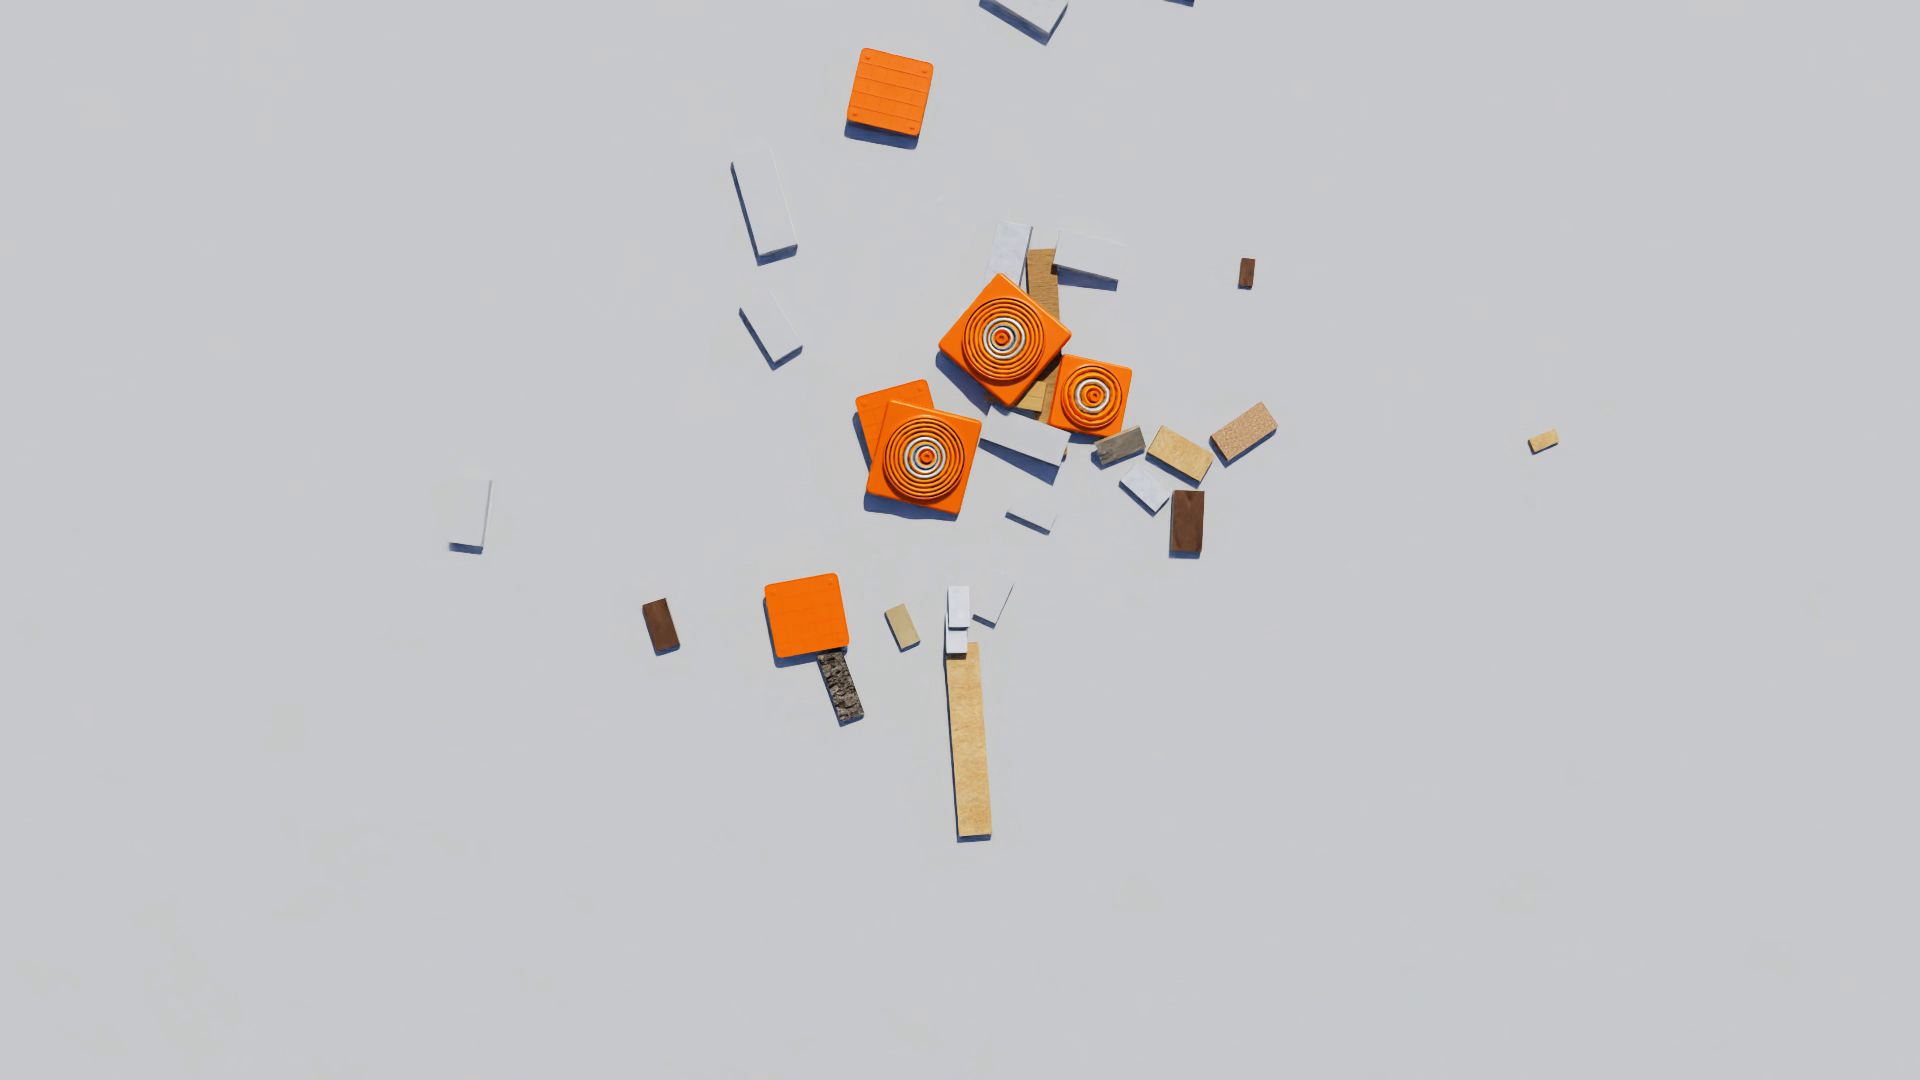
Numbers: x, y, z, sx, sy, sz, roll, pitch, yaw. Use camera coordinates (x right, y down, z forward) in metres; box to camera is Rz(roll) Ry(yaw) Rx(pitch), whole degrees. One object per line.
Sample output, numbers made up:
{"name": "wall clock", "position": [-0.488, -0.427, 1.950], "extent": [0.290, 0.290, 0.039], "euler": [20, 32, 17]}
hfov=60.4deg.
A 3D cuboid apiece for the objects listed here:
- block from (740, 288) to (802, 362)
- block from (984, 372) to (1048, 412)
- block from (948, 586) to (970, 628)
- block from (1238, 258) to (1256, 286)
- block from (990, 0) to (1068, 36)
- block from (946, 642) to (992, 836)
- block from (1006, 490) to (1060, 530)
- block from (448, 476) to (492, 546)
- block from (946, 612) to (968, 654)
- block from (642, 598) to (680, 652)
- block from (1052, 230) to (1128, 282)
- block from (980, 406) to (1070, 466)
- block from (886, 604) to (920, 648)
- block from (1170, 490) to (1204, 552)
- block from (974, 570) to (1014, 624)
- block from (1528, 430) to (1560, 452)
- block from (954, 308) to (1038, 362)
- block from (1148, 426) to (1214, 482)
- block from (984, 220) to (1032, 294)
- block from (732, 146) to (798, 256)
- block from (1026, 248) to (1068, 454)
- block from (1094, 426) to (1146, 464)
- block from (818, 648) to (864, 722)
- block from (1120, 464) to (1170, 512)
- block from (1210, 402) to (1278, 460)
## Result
{"name": "block", "position": [-0.628, -0.714, 5.484], "extent": [0.111, 0.031, 0.221], "euler": [-31, 90, 0]}
{"name": "block", "position": [0.185, -0.491, 5.469], "extent": [0.193, 0.027, 0.097], "euler": [12, 92, 9]}
{"name": "block", "position": [-0.003, 0.223, 5.473], "extent": [0.068, 0.019, 0.137], "euler": [-1, 75, 0]}
{"name": "block", "position": [0.956, -0.892, 5.494], "extent": [0.045, 0.013, 0.091], "euler": [6, 90, 0]}
{"name": "block", "position": [0.216, -1.803, 5.481], "extent": [0.262, 0.037, 0.131], "euler": [31, 90, 0]}
{"name": "block", "position": [0.029, 0.661, 5.484], "extent": [0.111, 0.031, 0.635], "euler": [-4, 90, 0]}
{"name": "block", "position": [0.242, -0.100, 5.489], "extent": [0.157, 0.022, 0.078], "euler": [24, 90, 0]}
{"name": "block", "position": [-1.629, -0.096, 5.484], "extent": [0.111, 0.031, 0.221], "euler": [8, 90, 0]}
{"name": "block", "position": [-0.011, 0.309, 5.470], "extent": [0.068, 0.019, 0.137], "euler": [-1, 72, 0]}
{"name": "block", "position": [-0.994, 0.281, 5.489], "extent": [0.081, 0.023, 0.161], "euler": [-17, 90, 0]}
{"name": "block", "position": [0.429, -0.943, 5.469], "extent": [0.229, 0.032, 0.114], "euler": [13, 88, -6]}
{"name": "block", "position": [0.217, -0.346, 5.462], "extent": [0.280, 0.032, 0.114], "euler": [20, 93, 8]}
{"name": "block", "position": [-0.190, 0.285, 5.490], "extent": [0.068, 0.019, 0.137], "euler": [-24, 90, 0]}
{"name": "block", "position": [0.757, -0.064, 5.486], "extent": [0.101, 0.029, 0.202], "euler": [2, 90, 0]}
{"name": "block", "position": [0.115, 0.188, 5.489], "extent": [0.081, 0.023, 0.161], "euler": [24, 90, 0]}
{"name": "block", "position": [1.945, -0.331, 5.494], "extent": [0.091, 0.013, 0.045], "euler": [-23, 90, 0]}
{"name": "block", "position": [0.119, -0.678, 5.466], "extent": [0.262, 0.037, 0.131], "euler": [11, 92, 6]}
{"name": "block", "position": [0.735, -0.287, 5.486], "extent": [0.202, 0.029, 0.101], "euler": [30, 90, 0]}
{"name": "block", "position": [0.161, -0.936, 5.470], "extent": [0.114, 0.032, 0.229], "euler": [12, 90, 15]}
{"name": "block", "position": [-0.649, -1.127, 5.481], "extent": [0.131, 0.037, 0.339], "euler": [-16, 90, 0]}
{"name": "block", "position": [0.289, -0.624, 5.486], "extent": [0.097, 0.027, 0.685], "euler": [-3, 90, 0]}
{"name": "block", "position": [0.532, -0.316, 5.473], "extent": [0.157, 0.022, 0.078], "euler": [-22, 116, 0]}
{"name": "block", "position": [-0.397, 0.481, 5.489], "extent": [0.081, 0.023, 0.235], "euler": [-20, 90, 0]}
{"name": "block", "position": [0.617, -0.175, 5.489], "extent": [0.157, 0.022, 0.078], "euler": [42, 90, 0]}
{"name": "block", "position": [0.946, -0.362, 5.486], "extent": [0.202, 0.029, 0.101], "euler": [-34, 90, 0]}
